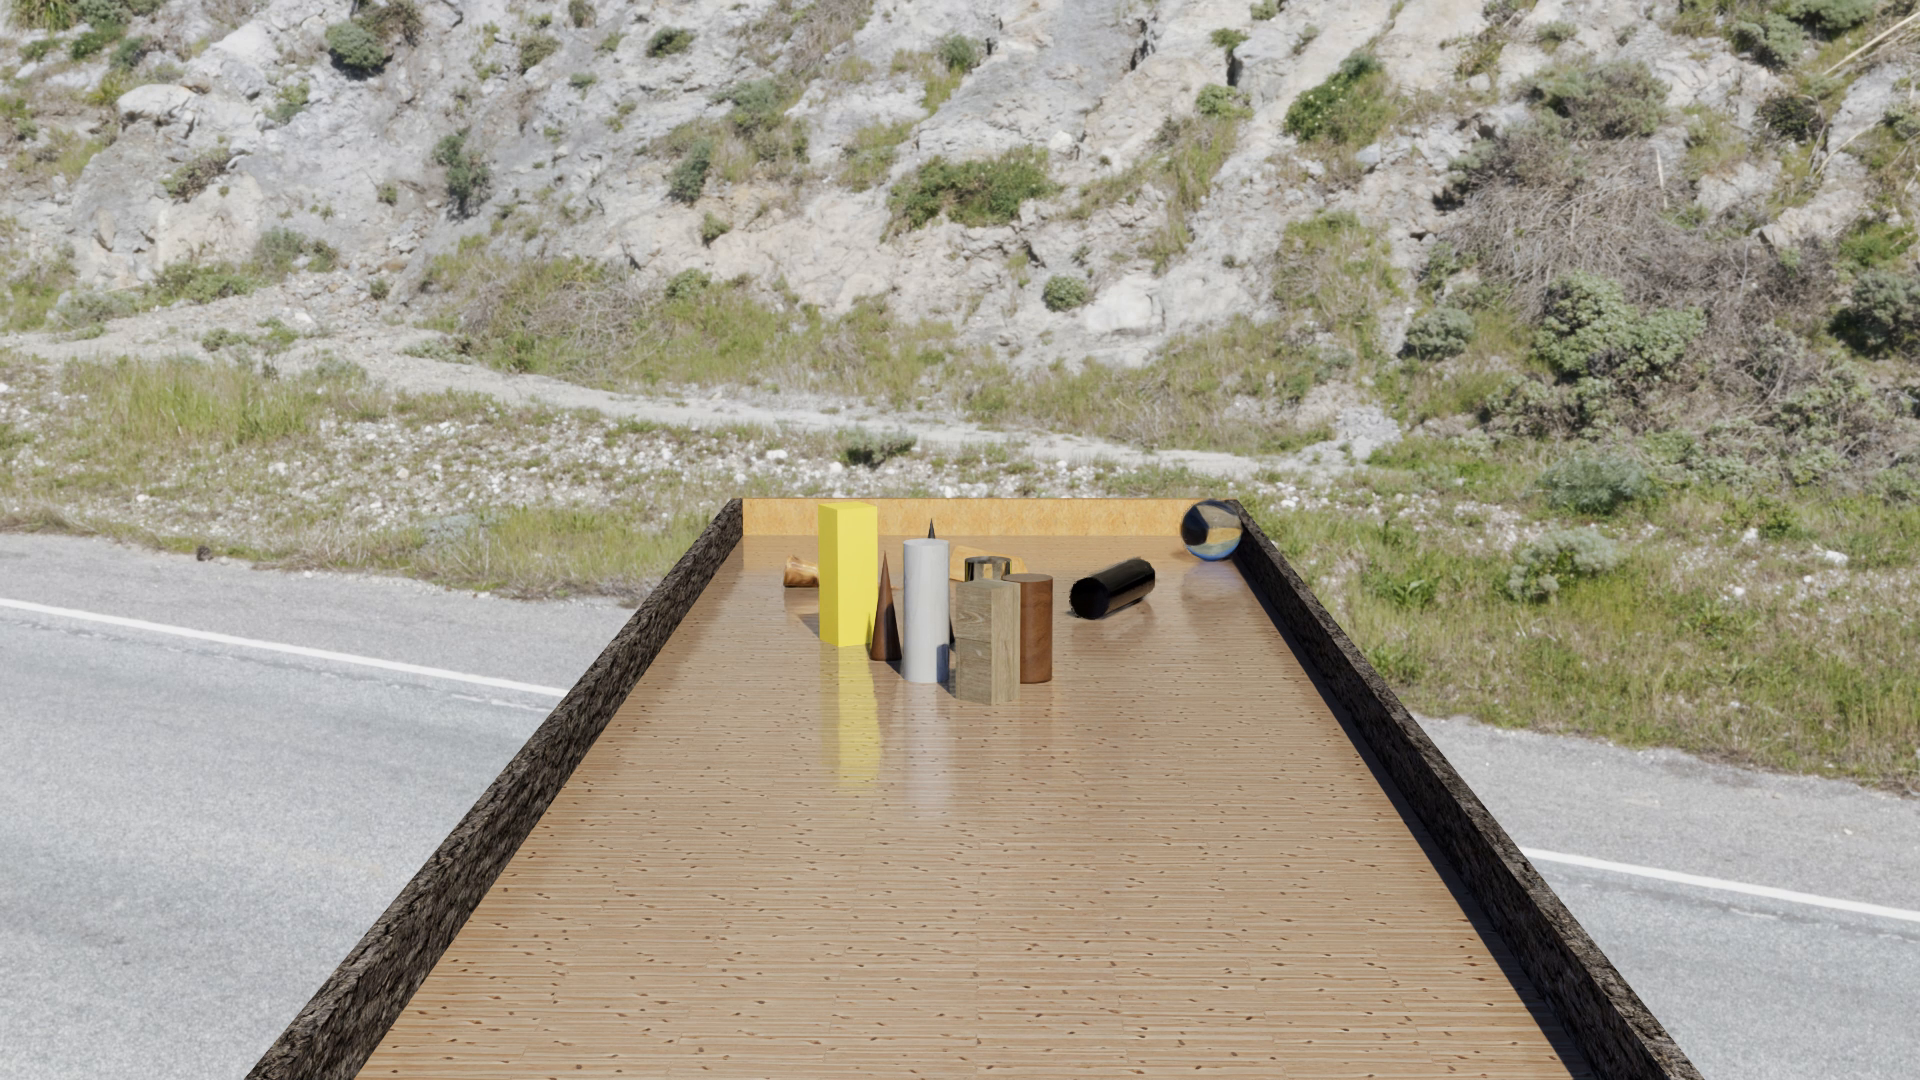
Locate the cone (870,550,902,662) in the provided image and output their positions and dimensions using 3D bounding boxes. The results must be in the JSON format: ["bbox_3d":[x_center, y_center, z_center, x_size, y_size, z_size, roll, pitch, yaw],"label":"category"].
[{"bbox_3d":[-0.228,0.195,6.703,0.101,0.338,0.101,0,9,0],"label":"cone"}]

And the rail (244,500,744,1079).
[{"bbox_3d":[-1.004,0.839,3.234,0.050,0.150,12.000,0,9,1],"label":"rail"}]

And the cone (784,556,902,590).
[{"bbox_3d":[-0.412,0.144,7.913,0.428,0.117,0.117,9,10,6],"label":"cone"}]

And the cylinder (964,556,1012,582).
[{"bbox_3d":[0.085,0.213,6.673,0.143,0.310,0.143,0,9,0],"label":"cylinder"}]

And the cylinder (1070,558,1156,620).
[{"bbox_3d":[0.526,0.164,7.519,0.143,0.143,0.444,4,10,25],"label":"cylinder"}]

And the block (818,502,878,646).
[{"bbox_3d":[-0.354,0.106,6.953,0.138,0.434,0.138,-5,10,-29],"label":"block"}]

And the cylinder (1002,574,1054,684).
[{"bbox_3d":[0.196,0.257,6.425,0.151,0.301,0.151,0,9,0],"label":"cylinder"}]

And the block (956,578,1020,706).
[{"bbox_3d":[0.078,0.284,6.169,0.129,0.328,0.129,7,12,39],"label":"block"}]

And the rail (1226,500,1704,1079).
[{"bbox_3d":[1.046,0.843,3.208,0.050,0.150,12.000,0,9,1],"label":"rail"}]

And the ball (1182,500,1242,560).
[{"bbox_3d":[0.973,-0.039,8.501,0.235,0.235,0.235,0,9,0],"label":"ball"}]

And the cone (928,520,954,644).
[{"bbox_3d":[-0.090,0.124,6.953,0.147,0.399,0.147,0,9,0],"label":"cone"}]

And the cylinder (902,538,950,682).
[{"bbox_3d":[-0.098,0.205,6.427,0.136,0.403,0.136,0,9,0],"label":"cylinder"}]

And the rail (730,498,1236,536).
[{"bbox_3d":[0.099,-0.098,9.147,2.100,0.150,0.050,0,9,1],"label":"rail"}]

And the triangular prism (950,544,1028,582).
[{"bbox_3d":[0.103,0.097,8.005,0.135,0.117,0.367,-7,11,-37],"label":"triangular prism"}]
